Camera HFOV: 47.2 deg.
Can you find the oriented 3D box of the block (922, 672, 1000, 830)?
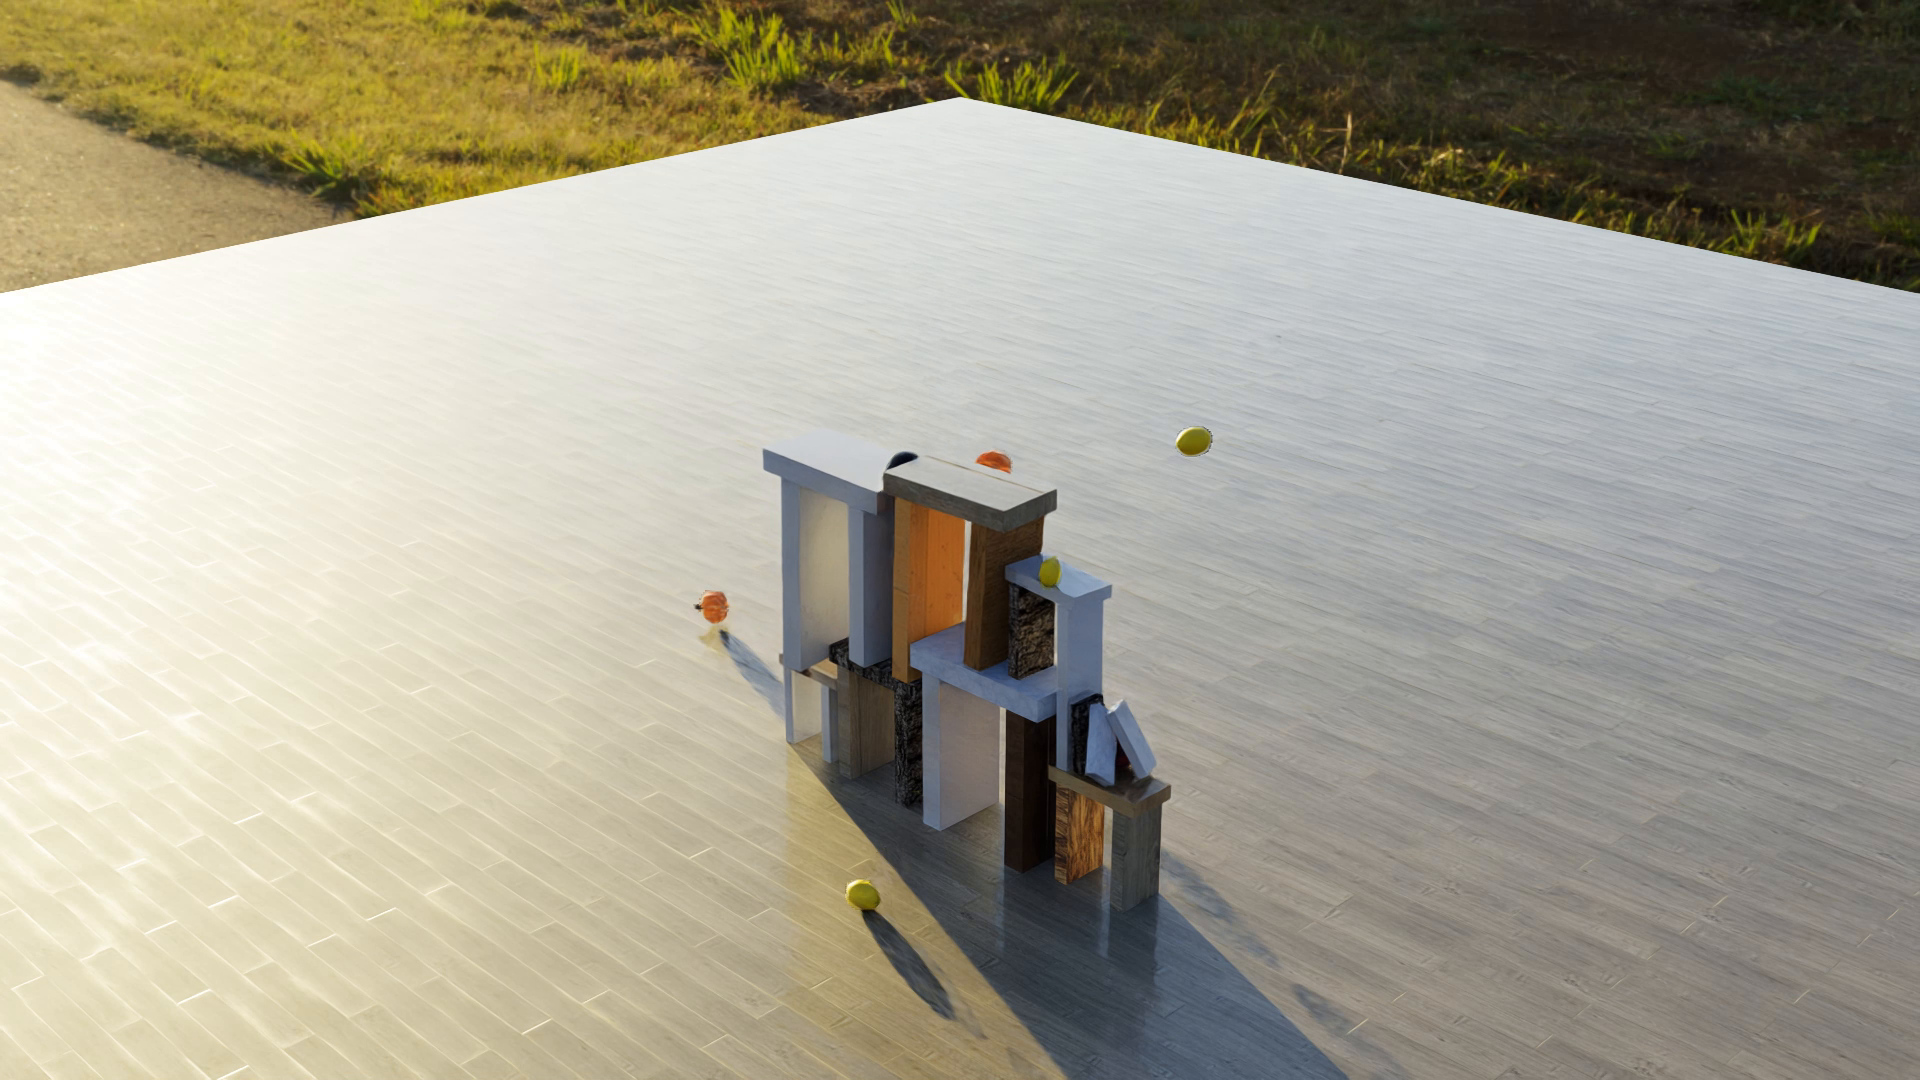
[{"bbox_3d":[0.003,0.395,4.395,0.170,0.339,0.048,-21,31,-41],"label":"block"}]

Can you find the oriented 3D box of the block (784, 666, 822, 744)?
[{"bbox_3d":[-0.335,0.341,4.728,0.025,0.179,0.090,21,31,40],"label":"block"}]

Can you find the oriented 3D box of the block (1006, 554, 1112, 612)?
[{"bbox_3d":[0.181,0.077,4.069,0.095,0.027,0.189,-18,29,-36],"label":"block"}]

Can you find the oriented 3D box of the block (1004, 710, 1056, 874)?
[{"bbox_3d":[0.163,0.458,4.248,0.048,0.339,0.170,21,31,41],"label":"block"}]

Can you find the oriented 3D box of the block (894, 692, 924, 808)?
[{"bbox_3d":[-0.074,0.407,4.476,0.036,0.255,0.127,21,31,41],"label":"block"}]

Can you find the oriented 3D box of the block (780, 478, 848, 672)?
[{"bbox_3d":[-0.296,0.048,4.576,0.048,0.427,0.171,18,29,33],"label":"block"}]

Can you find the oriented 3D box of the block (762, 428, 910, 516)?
[{"bbox_3d":[-0.220,-0.141,4.410,0.171,0.048,0.341,-21,31,-40],"label":"block"}]

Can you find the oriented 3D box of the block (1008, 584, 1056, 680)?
[{"bbox_3d":[0.136,0.161,4.147,0.095,0.189,0.027,-19,30,-38],"label":"block"}]

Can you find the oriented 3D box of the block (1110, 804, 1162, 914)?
[{"bbox_3d":[0.330,0.583,4.116,0.030,0.212,0.106,21,31,41],"label":"block"}]

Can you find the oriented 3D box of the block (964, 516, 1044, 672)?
[{"bbox_3d":[0.083,0.086,4.175,0.152,0.303,0.043,-21,34,-40],"label":"block"}]

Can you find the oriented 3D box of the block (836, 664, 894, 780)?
[{"bbox_3d":[-0.194,0.360,4.586,0.036,0.255,0.127,21,31,41],"label":"block"}]

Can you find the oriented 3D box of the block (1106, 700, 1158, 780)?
[{"bbox_3d":[0.321,0.372,4.104,0.020,0.138,0.069,-25,5,26],"label":"block"}]

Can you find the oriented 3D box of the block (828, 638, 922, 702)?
[{"bbox_3d":[-0.134,0.250,4.474,0.255,0.036,0.127,21,31,41],"label":"block"}]

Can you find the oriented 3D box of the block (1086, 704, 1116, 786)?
[{"bbox_3d":[0.263,0.379,4.068,0.020,0.069,0.138,-13,58,33],"label":"block"}]

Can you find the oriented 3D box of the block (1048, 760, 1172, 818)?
[{"bbox_3d":[0.280,0.452,4.115,0.211,0.030,0.106,21,31,41],"label":"block"}]

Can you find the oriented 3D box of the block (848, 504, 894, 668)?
[{"bbox_3d":[-0.142,0.071,4.410,0.171,0.341,0.048,-19,30,-37],"label":"block"}]

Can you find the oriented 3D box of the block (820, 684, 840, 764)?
[{"bbox_3d":[-0.251,0.374,4.650,0.090,0.179,0.025,-21,30,-41],"label":"block"}]

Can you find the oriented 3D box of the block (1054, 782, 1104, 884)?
[{"bbox_3d":[0.230,0.544,4.208,0.030,0.211,0.106,21,31,41],"label":"block"}]

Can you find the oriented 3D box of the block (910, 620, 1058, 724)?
[{"bbox_3d":[0.083,0.248,4.245,0.339,0.048,0.170,21,31,40],"label":"block"}]

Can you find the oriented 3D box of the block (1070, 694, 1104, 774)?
[{"bbox_3d":[0.240,0.363,4.110,0.069,0.138,0.020,-21,26,-40],"label":"block"}]

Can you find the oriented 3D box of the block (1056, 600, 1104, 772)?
[{"bbox_3d":[0.223,0.263,4.094,0.095,0.335,0.027,-21,30,-40],"label":"block"}]

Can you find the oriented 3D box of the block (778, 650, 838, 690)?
[{"bbox_3d":[-0.291,0.263,4.649,0.090,0.025,0.179,-21,31,-41],"label":"block"}]

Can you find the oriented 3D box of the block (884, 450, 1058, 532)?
[{"bbox_3d":[0.018,-0.093,4.153,0.303,0.043,0.152,19,29,38],"label":"block"}]

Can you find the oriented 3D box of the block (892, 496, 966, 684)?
[{"bbox_3d":[-0.061,0.074,4.327,0.043,0.400,0.152,24,32,39],"label":"block"}]
